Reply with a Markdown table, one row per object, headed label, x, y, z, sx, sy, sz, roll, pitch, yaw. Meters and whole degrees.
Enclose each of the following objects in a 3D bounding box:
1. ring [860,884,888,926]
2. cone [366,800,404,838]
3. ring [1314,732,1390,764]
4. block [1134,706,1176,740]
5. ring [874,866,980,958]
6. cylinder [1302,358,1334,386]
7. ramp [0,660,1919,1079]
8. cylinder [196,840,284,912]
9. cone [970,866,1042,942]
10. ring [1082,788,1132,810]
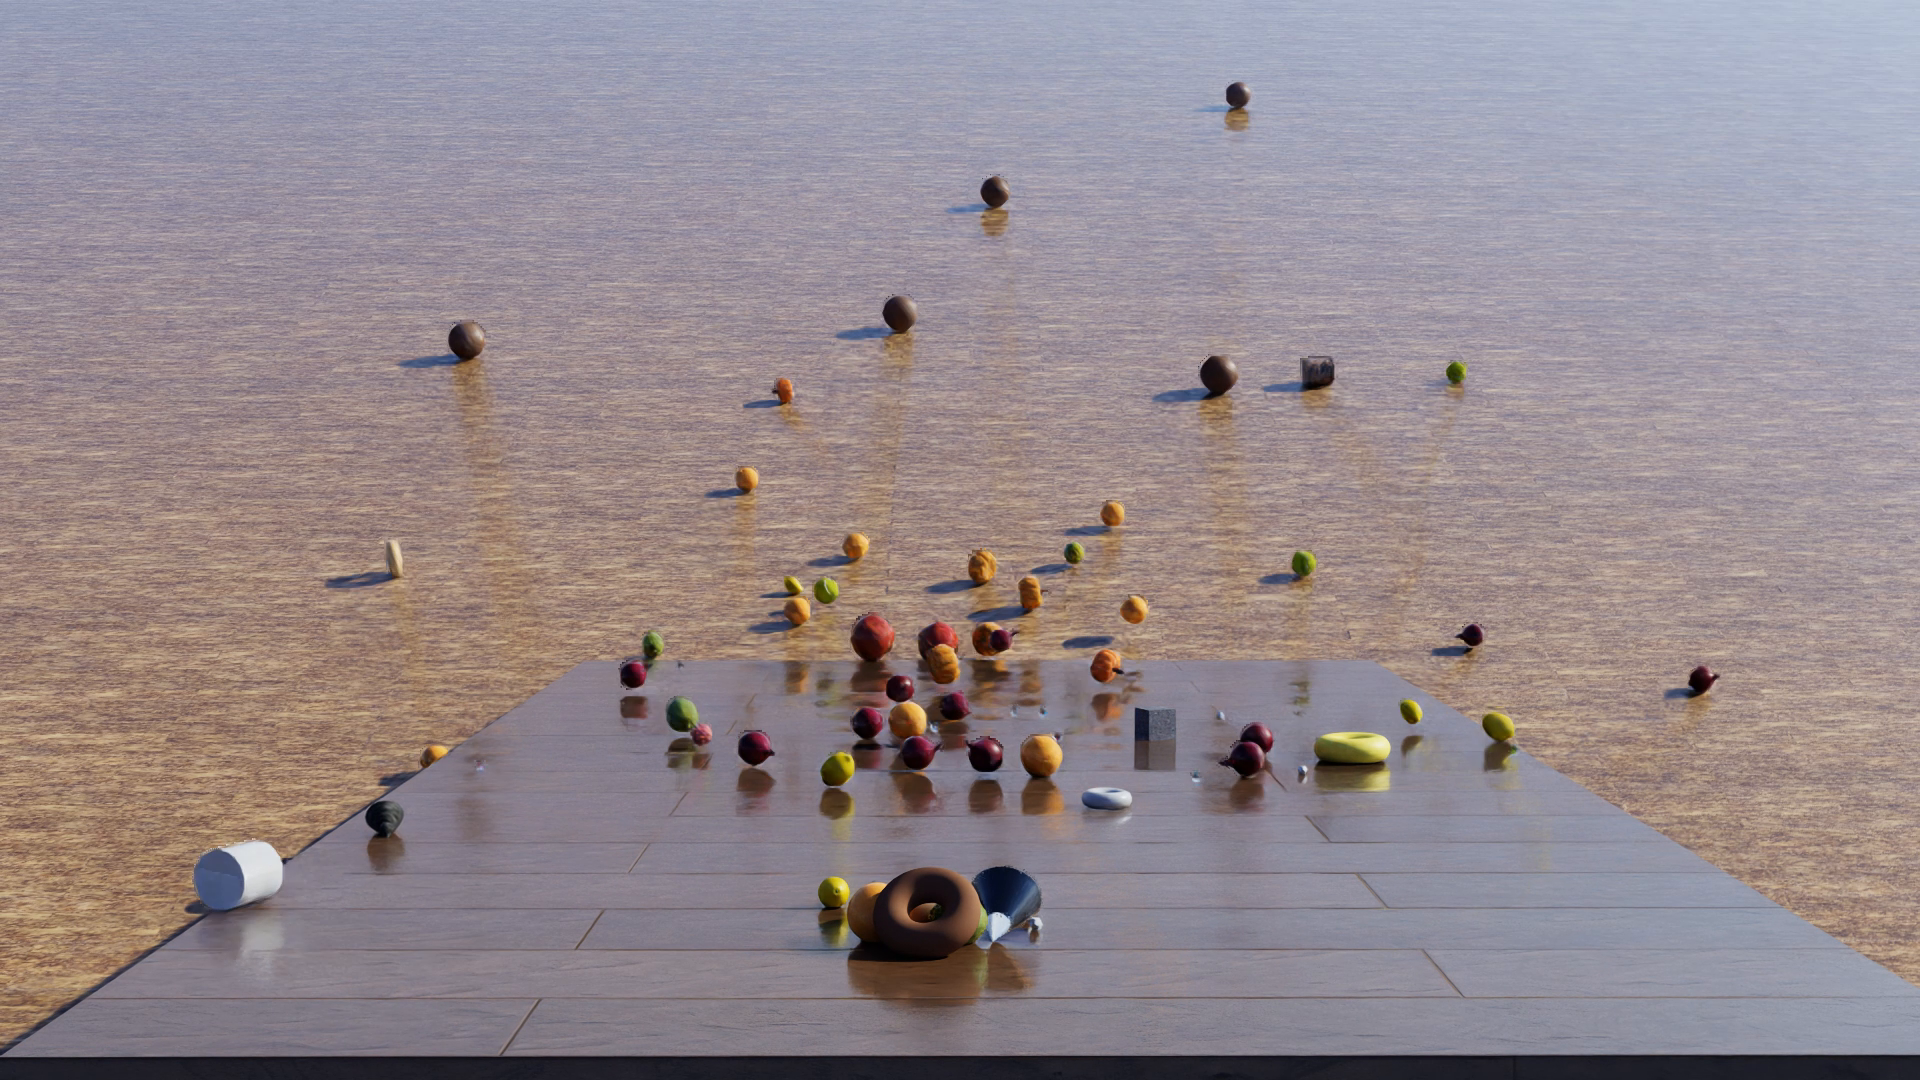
| label | x | y | z | sx | sy | sz | roll | pitch | yaw |
| --- | --- | --- | --- | --- | --- | --- | --- | --- | --- |
| ring | -0.052 | 0.453 | 3.171 | 0.144 | 0.048 | 0.144 | 0 | 2 | 0 |
| cone | -0.859 | 0.430 | 3.850 | 0.057 | 0.057 | 0.057 | -6 | 31 | -14 |
| ring | 0.712 | 0.378 | 4.666 | 0.137 | 0.046 | 0.137 | -1 | 3 | 0 |
| block | 0.378 | 0.355 | 4.982 | 0.059 | 0.059 | 0.059 | -1 | 3 | -24 |
| ring | -0.039 | 0.438 | 3.020 | 0.128 | 0.043 | 0.128 | -5 | 42 | 5 |
| cylinder | 1.236 | -0.581 | 8.878 | 0.090 | 0.090 | 0.090 | -3 | 22 | -9 |
| ramp | 0.051 | 0.457 | 4.533 | 2.000 | 0.100 | 4.000 | 0 | 3 | 0 |
| cylinder | -0.925 | 0.431 | 3.301 | 0.078 | 0.078 | 0.078 | 9 | 6 | 22 |
| cone | 0.048 | 0.459 | 3.115 | 0.090 | 0.090 | 0.090 | 4 | 30 | 10 |
| ring | 0.235 | 0.414 | 4.121 | 0.081 | 0.027 | 0.081 | 1 | 3 | 0 |
